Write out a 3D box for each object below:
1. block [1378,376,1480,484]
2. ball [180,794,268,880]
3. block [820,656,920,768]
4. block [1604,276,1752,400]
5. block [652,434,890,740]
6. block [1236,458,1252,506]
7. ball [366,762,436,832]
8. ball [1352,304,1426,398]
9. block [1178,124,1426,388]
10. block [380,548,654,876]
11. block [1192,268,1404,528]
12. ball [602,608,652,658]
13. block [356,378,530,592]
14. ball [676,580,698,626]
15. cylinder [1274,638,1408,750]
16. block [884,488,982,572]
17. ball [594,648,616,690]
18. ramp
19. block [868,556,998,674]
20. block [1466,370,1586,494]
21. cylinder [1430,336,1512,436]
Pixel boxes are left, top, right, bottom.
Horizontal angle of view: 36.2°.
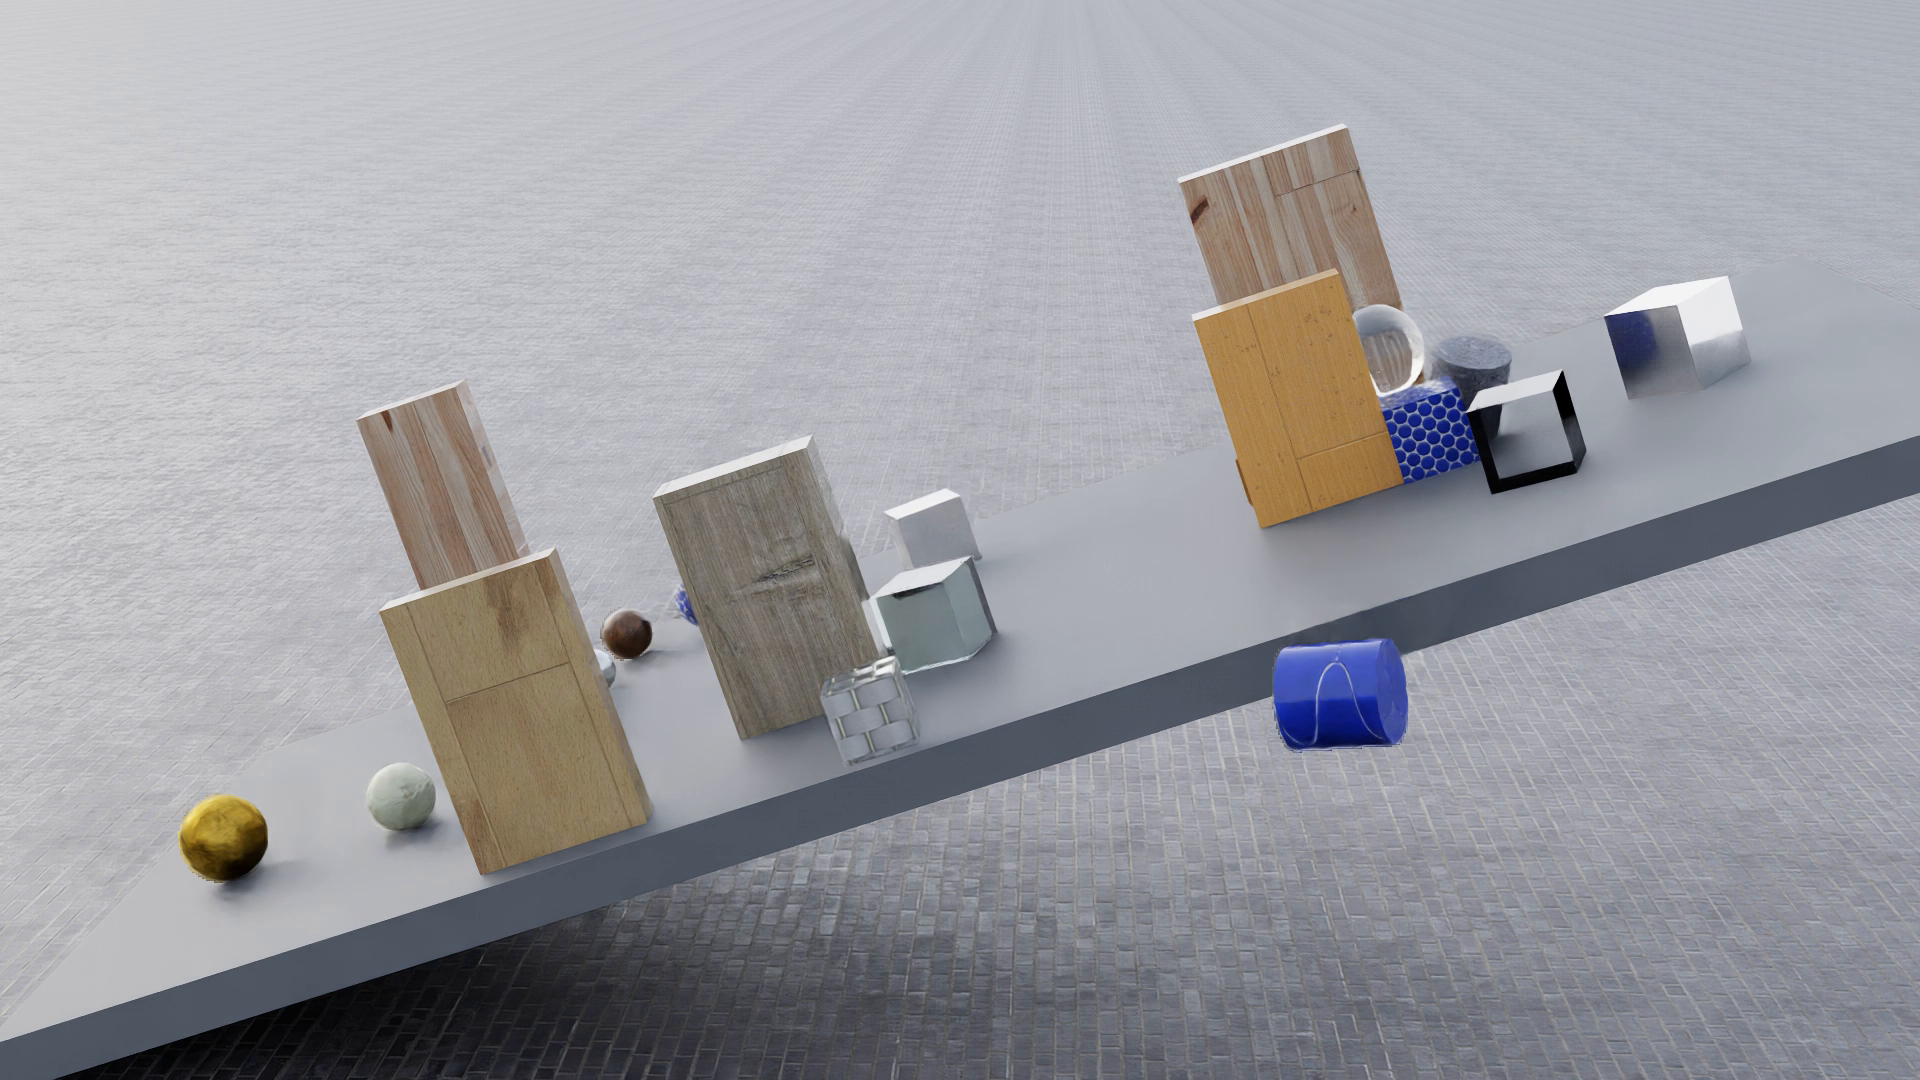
[{"bbox_3d":[0.978,-0.232,6.162,0.162,0.162,0.162,-18,11,6],"label":"block"},{"bbox_3d":[-1.544,0.624,6.174,0.180,0.180,0.180,0,12,0],"label":"ball"},{"bbox_3d":[-0.165,0.316,5.441,0.142,0.142,0.142,-18,11,4],"label":"block"},{"bbox_3d":[1.500,-0.421,6.145,0.187,0.187,0.187,-27,13,-37],"label":"block"},{"bbox_3d":[-0.367,0.095,5.880,0.321,0.520,0.148,-18,11,6],"label":"block"},{"bbox_3d":[0.679,-0.152,6.426,0.107,0.107,0.107,-14,12,23],"label":"block"},{"bbox_3d":[-1.154,0.531,6.071,0.142,0.142,0.142,0,12,0],"label":"ball"},{"bbox_3d":[0.888,-0.400,6.272,0.205,0.205,0.205,0,12,0],"label":"ball"},{"bbox_3d":[0.810,-0.596,6.932,0.407,0.662,0.125,-18,11,6],"label":"block"},{"bbox_3d":[-0.826,0.321,5.494,0.335,0.536,0.080,-18,11,6],"label":"block"},{"bbox_3d":[0.705,-0.295,6.145,0.313,0.461,0.094,-18,11,6],"label":"block"},{"bbox_3d":[-0.797,0.223,7.054,0.120,0.120,0.120,0,12,0],"label":"ball"},{"bbox_3d":[-1.117,0.044,6.727,0.240,0.780,0.120,-18,11,6],"label":"block"},{"bbox_3d":[-0.611,0.139,7.090,0.146,0.146,0.146,0,12,0],"label":"ball"},{"bbox_3d":[0.653,0.264,5.043,0.180,0.180,0.180,-6,9,25],"label":"cylinder"},{"bbox_3d":[-0.065,-0.011,6.866,0.158,0.158,0.158,-21,11,-10],"label":"block"},{"bbox_3d":[-0.845,0.304,6.760,0.109,0.109,0.109,0,12,0],"label":"ball"},{"bbox_3d":[0.106,0.181,6.306,4.000,0.100,2.000,-18,11,6],"label":"ramp"},{"bbox_3d":[-0.053,0.154,5.987,0.169,0.169,0.169,-14,12,24],"label":"block"},{"bbox_3d":[1.119,-0.214,5.802,0.172,0.172,0.172,-15,12,22],"label":"block"},{"bbox_3d":[1.089,-0.328,6.298,0.163,0.163,0.163,2,29,-1],"label":"cylinder"}]
